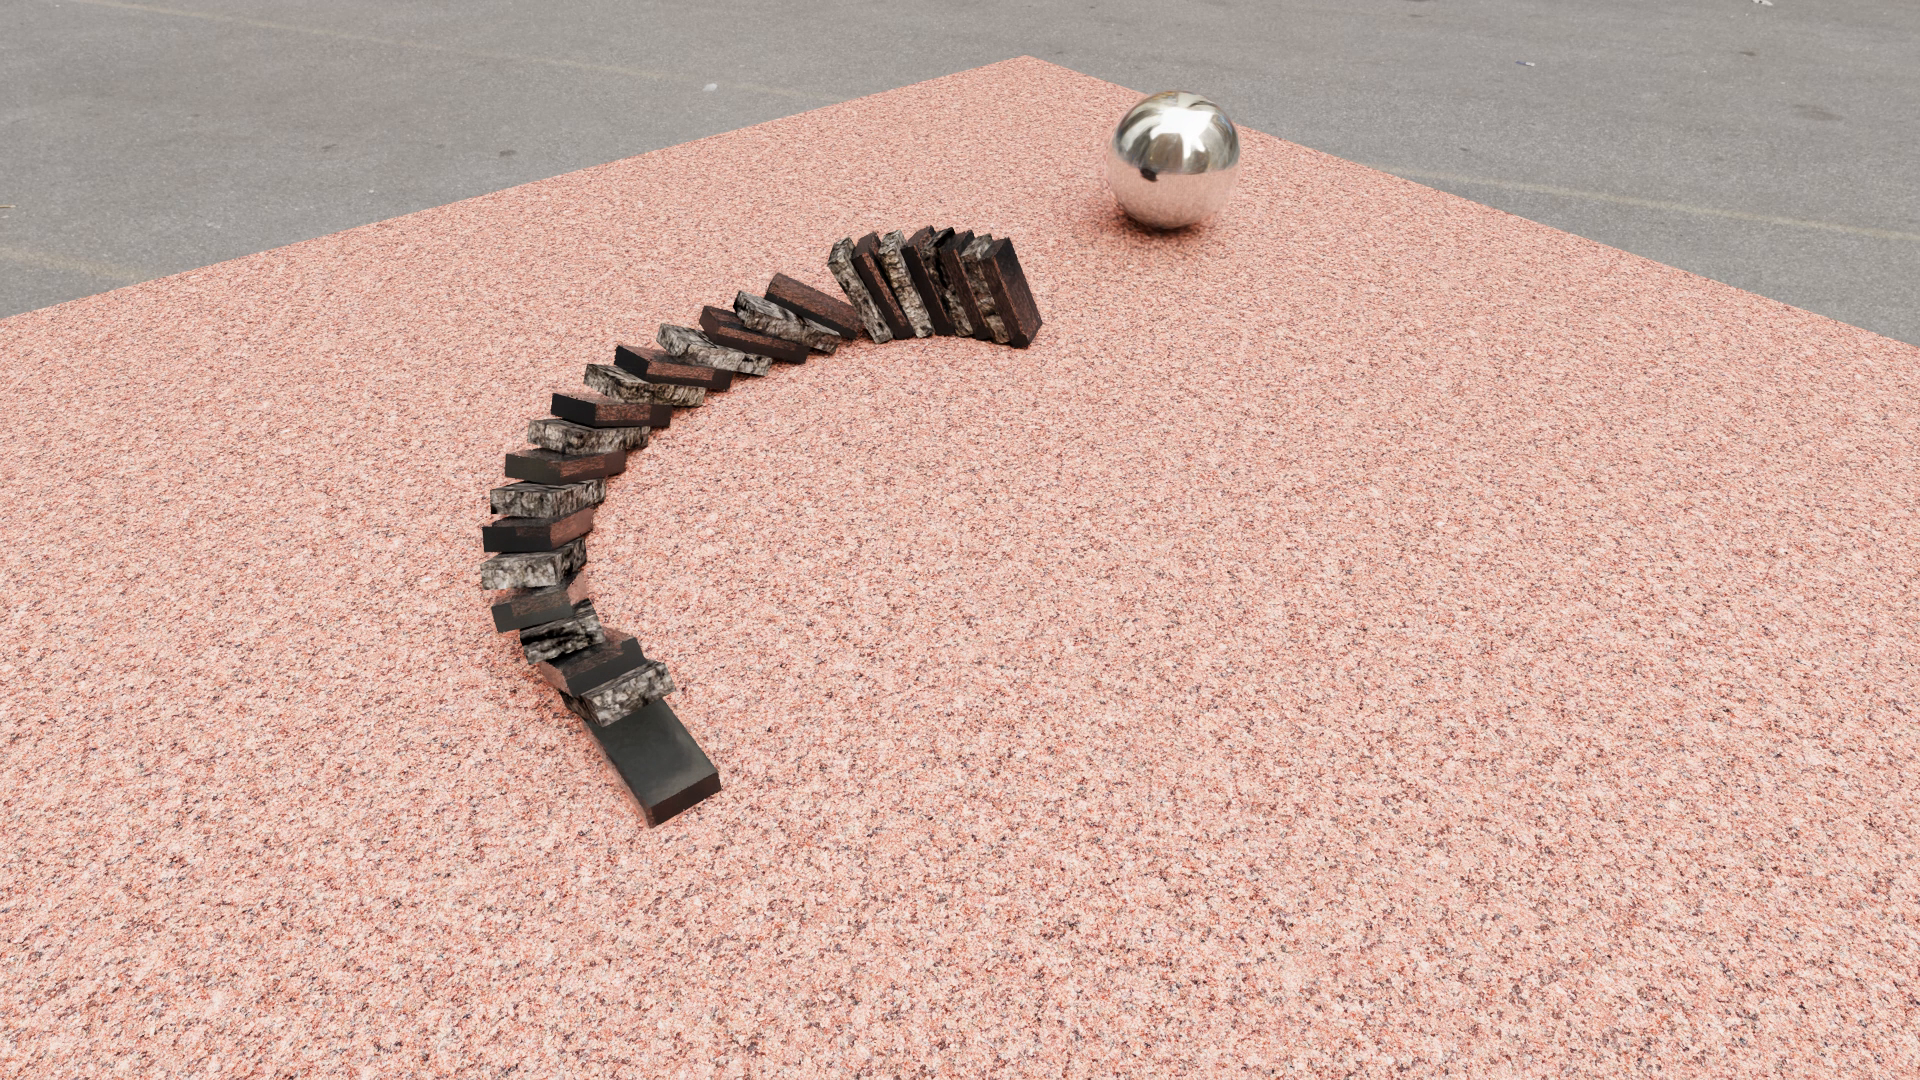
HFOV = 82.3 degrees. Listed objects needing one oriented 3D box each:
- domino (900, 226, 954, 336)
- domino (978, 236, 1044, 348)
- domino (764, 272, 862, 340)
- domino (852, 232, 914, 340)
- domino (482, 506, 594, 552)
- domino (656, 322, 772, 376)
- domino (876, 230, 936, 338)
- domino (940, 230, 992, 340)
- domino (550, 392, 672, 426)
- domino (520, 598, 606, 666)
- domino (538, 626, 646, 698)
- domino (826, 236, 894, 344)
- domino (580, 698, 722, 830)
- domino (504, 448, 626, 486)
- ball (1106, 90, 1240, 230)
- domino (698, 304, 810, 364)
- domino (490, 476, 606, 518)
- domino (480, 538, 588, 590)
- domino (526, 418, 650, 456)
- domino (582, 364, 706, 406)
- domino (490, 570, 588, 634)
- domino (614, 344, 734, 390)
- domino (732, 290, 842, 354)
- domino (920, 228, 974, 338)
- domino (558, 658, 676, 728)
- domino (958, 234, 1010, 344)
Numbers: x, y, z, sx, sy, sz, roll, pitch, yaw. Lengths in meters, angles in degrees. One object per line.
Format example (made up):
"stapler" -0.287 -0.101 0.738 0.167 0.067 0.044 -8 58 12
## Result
"domino" -0.013 -0.136 0.578 0.009 0.050 0.025 -8 33 29
"domino" 0.027 -0.127 0.567 0.009 0.050 0.025 -8 33 29
"domino" -0.075 -0.122 0.572 0.050 0.009 0.025 23 23 -11
"domino" -0.038 -0.132 0.574 0.010 0.050 0.025 -18 35 20
"domino" -0.164 -0.005 0.431 0.025 0.010 0.050 -1 11 -1
"domino" -0.120 -0.093 0.540 0.050 0.009 0.025 2 29 -45
"domino" -0.026 -0.134 0.575 0.009 0.050 0.025 -15 35 19
"domino" 0.008 -0.133 0.574 0.010 0.050 0.025 -8 33 29
"domino" -0.156 -0.059 0.496 0.025 0.010 0.050 16 12 21
"domino" -0.140 0.031 0.385 0.025 0.009 0.050 -18 10 -20
"domino" -0.126 0.040 0.372 0.025 0.010 0.050 -26 13 -27
"domino" -0.050 -0.129 0.570 0.009 0.050 0.025 -20 35 19
"domino" -0.102 0.069 0.359 0.025 0.010 0.050 -26 46 -28
"domino" -0.166 -0.033 0.466 0.025 0.010 0.050 10 13 12
"ball" 0.129 -0.231 0.669 0.080 0.080 0.080 0 39 0
"domino" -0.103 -0.103 0.552 0.050 0.010 0.025 7 30 -37
"domino" -0.167 -0.018 0.448 0.025 0.009 0.050 4 11 5
"domino" -0.159 0.008 0.414 0.025 0.009 0.050 -5 9 -5
"domino" -0.162 -0.047 0.483 0.025 0.010 0.050 15 14 17
"domino" -0.147 -0.072 0.513 0.025 0.010 0.050 27 18 29
"domino" -0.150 0.022 0.396 0.025 0.009 0.050 -14 9 -12
"domino" -0.136 -0.082 0.524 0.025 0.010 0.050 28 18 32
"domino" -0.088 -0.111 0.559 0.050 0.009 0.025 12 27 -33
"domino" -0.002 -0.135 0.577 0.010 0.050 0.025 -8 33 29
"domino" -0.114 0.048 0.363 0.025 0.009 0.050 -26 13 -29
"domino" 0.017 -0.130 0.571 0.010 0.050 0.025 -8 33 29
